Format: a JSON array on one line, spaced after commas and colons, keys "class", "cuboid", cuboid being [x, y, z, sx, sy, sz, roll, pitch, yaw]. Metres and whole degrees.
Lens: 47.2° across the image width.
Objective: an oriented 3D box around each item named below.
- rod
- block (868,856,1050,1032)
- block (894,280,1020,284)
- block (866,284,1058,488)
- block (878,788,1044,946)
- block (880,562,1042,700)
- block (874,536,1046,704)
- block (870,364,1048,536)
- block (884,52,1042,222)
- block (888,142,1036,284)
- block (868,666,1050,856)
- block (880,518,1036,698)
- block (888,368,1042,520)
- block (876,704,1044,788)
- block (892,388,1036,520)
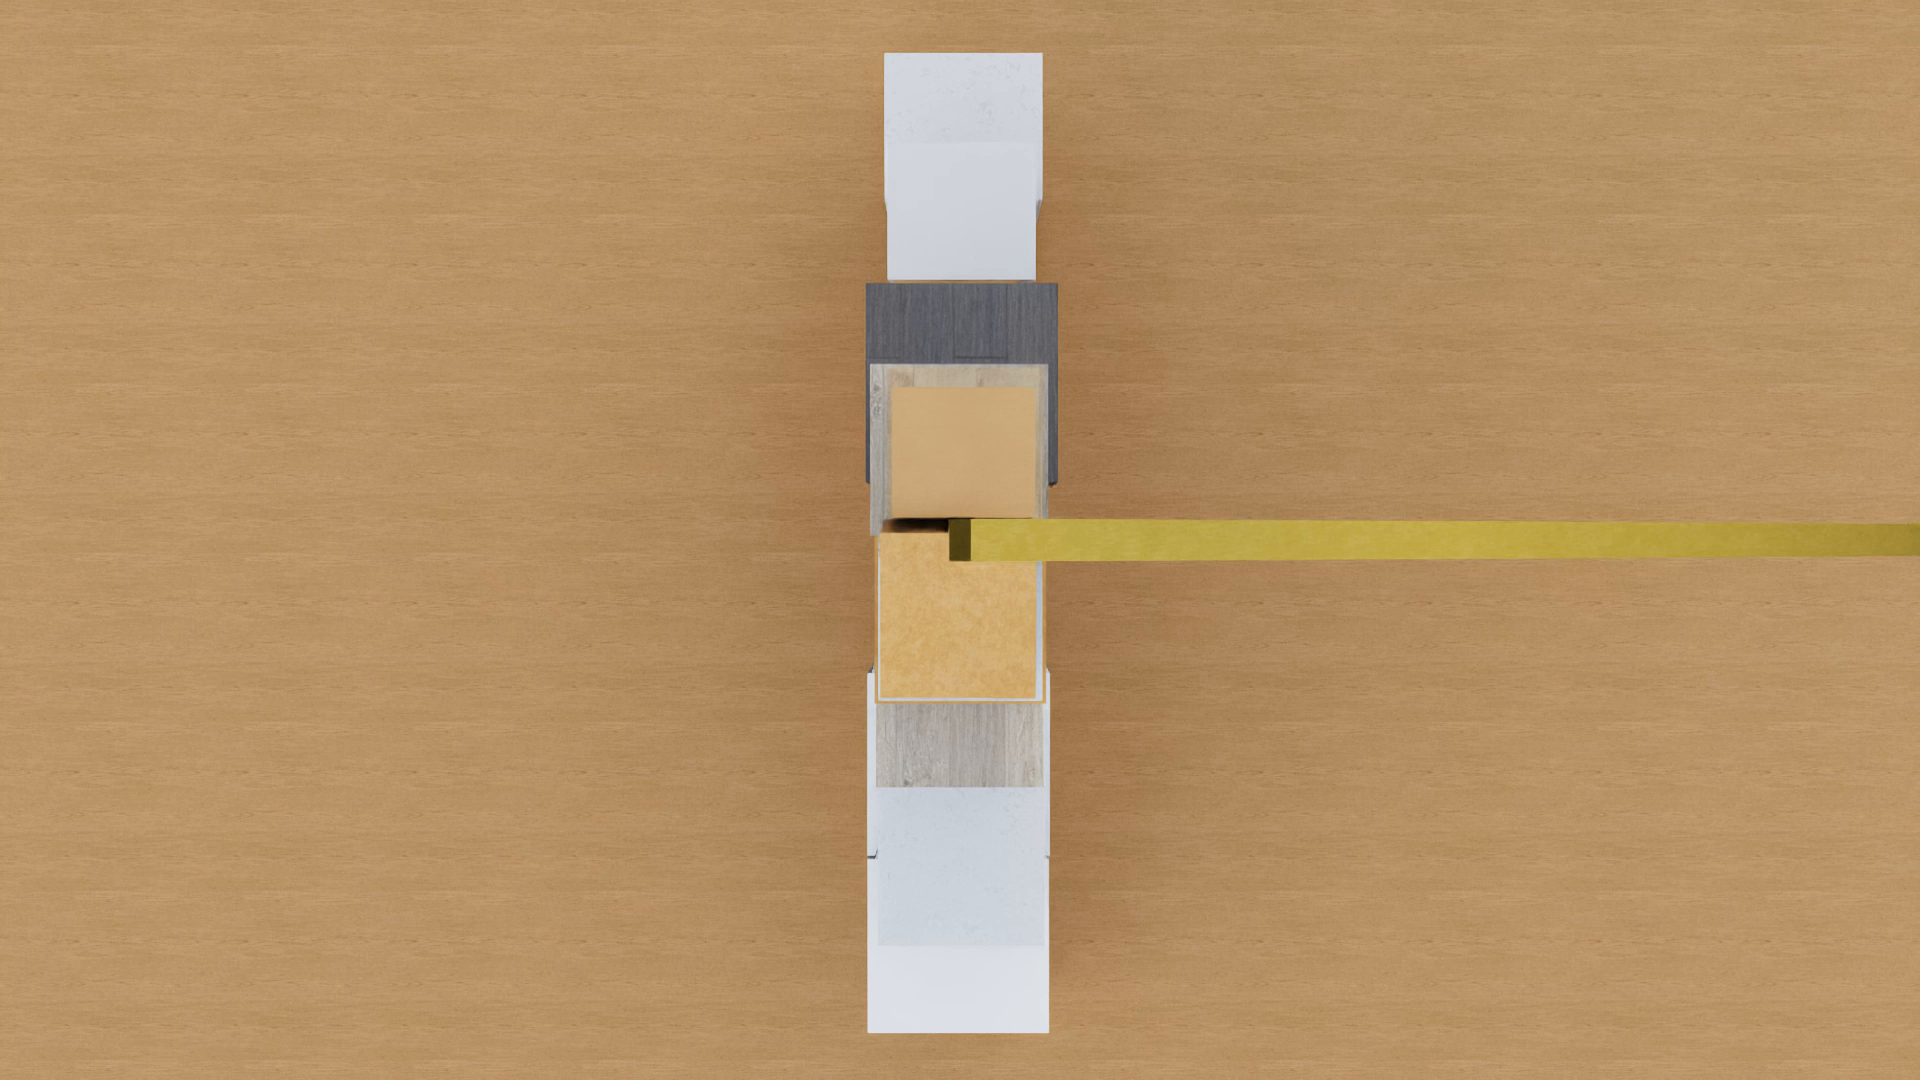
[{"class": "rod", "cuboid": [2.234, 0.000, 5.434, 5.200, 0.080, 0.080, 0, 90, -31]}, {"class": "block", "cuboid": [-0.009, 2.209, 12.483, 0.988, 1.033, 0.946, 0, 90, 0]}, {"class": "block", "cuboid": [-0.017, -0.996, 11.762, 0.649, 0.717, 0.702, 0, 90, 0]}, {"class": "block", "cuboid": [0.008, -0.733, 10.682, 0.902, 0.767, 0.933, 0, 89, 0]}, {"class": "block", "cuboid": [0.006, 1.606, 11.504, 0.836, 0.933, 0.892, 0, 88, 0]}, {"class": "block", "cuboid": [0.000, 0.338, 9.191, 0.658, 0.647, 0.633, 0, 89, 0]}, {"class": "block", "cuboid": [0.002, 0.356, 9.856, 0.740, 0.685, 0.726, 0, 88, 0]}, {"class": "block", "cuboid": [-0.004, -0.389, 9.898, 0.769, 0.791, 0.742, 0, 90, 0]}, {"class": "block", "cuboid": [0.019, -2.279, 12.556, 0.870, 0.889, 0.806, 0, 90, 0]}, {"class": "block", "cuboid": [0.008, -1.707, 11.742, 0.766, 0.744, 0.710, 0, 91, 0]}, {"class": "block", "cuboid": [-0.008, 1.227, 12.514, 0.998, 0.972, 0.998, 0, 90, 0]}, {"class": "block", "cuboid": [-0.007, 0.256, 8.508, 0.584, 0.547, 0.625, 0, 96, 0]}, {"class": "block", "cuboid": [0.019, -0.336, 9.130, 0.616, 0.745, 0.697, 0, 90, 0]}, {"class": "block", "cuboid": [-0.001, 0.759, 10.628, 0.774, 0.883, 0.808, 0, 88, 0]}, {"class": "block", "cuboid": [0.014, -0.329, 8.510, 0.536, 0.494, 0.490, 0, 90, 0]}]
